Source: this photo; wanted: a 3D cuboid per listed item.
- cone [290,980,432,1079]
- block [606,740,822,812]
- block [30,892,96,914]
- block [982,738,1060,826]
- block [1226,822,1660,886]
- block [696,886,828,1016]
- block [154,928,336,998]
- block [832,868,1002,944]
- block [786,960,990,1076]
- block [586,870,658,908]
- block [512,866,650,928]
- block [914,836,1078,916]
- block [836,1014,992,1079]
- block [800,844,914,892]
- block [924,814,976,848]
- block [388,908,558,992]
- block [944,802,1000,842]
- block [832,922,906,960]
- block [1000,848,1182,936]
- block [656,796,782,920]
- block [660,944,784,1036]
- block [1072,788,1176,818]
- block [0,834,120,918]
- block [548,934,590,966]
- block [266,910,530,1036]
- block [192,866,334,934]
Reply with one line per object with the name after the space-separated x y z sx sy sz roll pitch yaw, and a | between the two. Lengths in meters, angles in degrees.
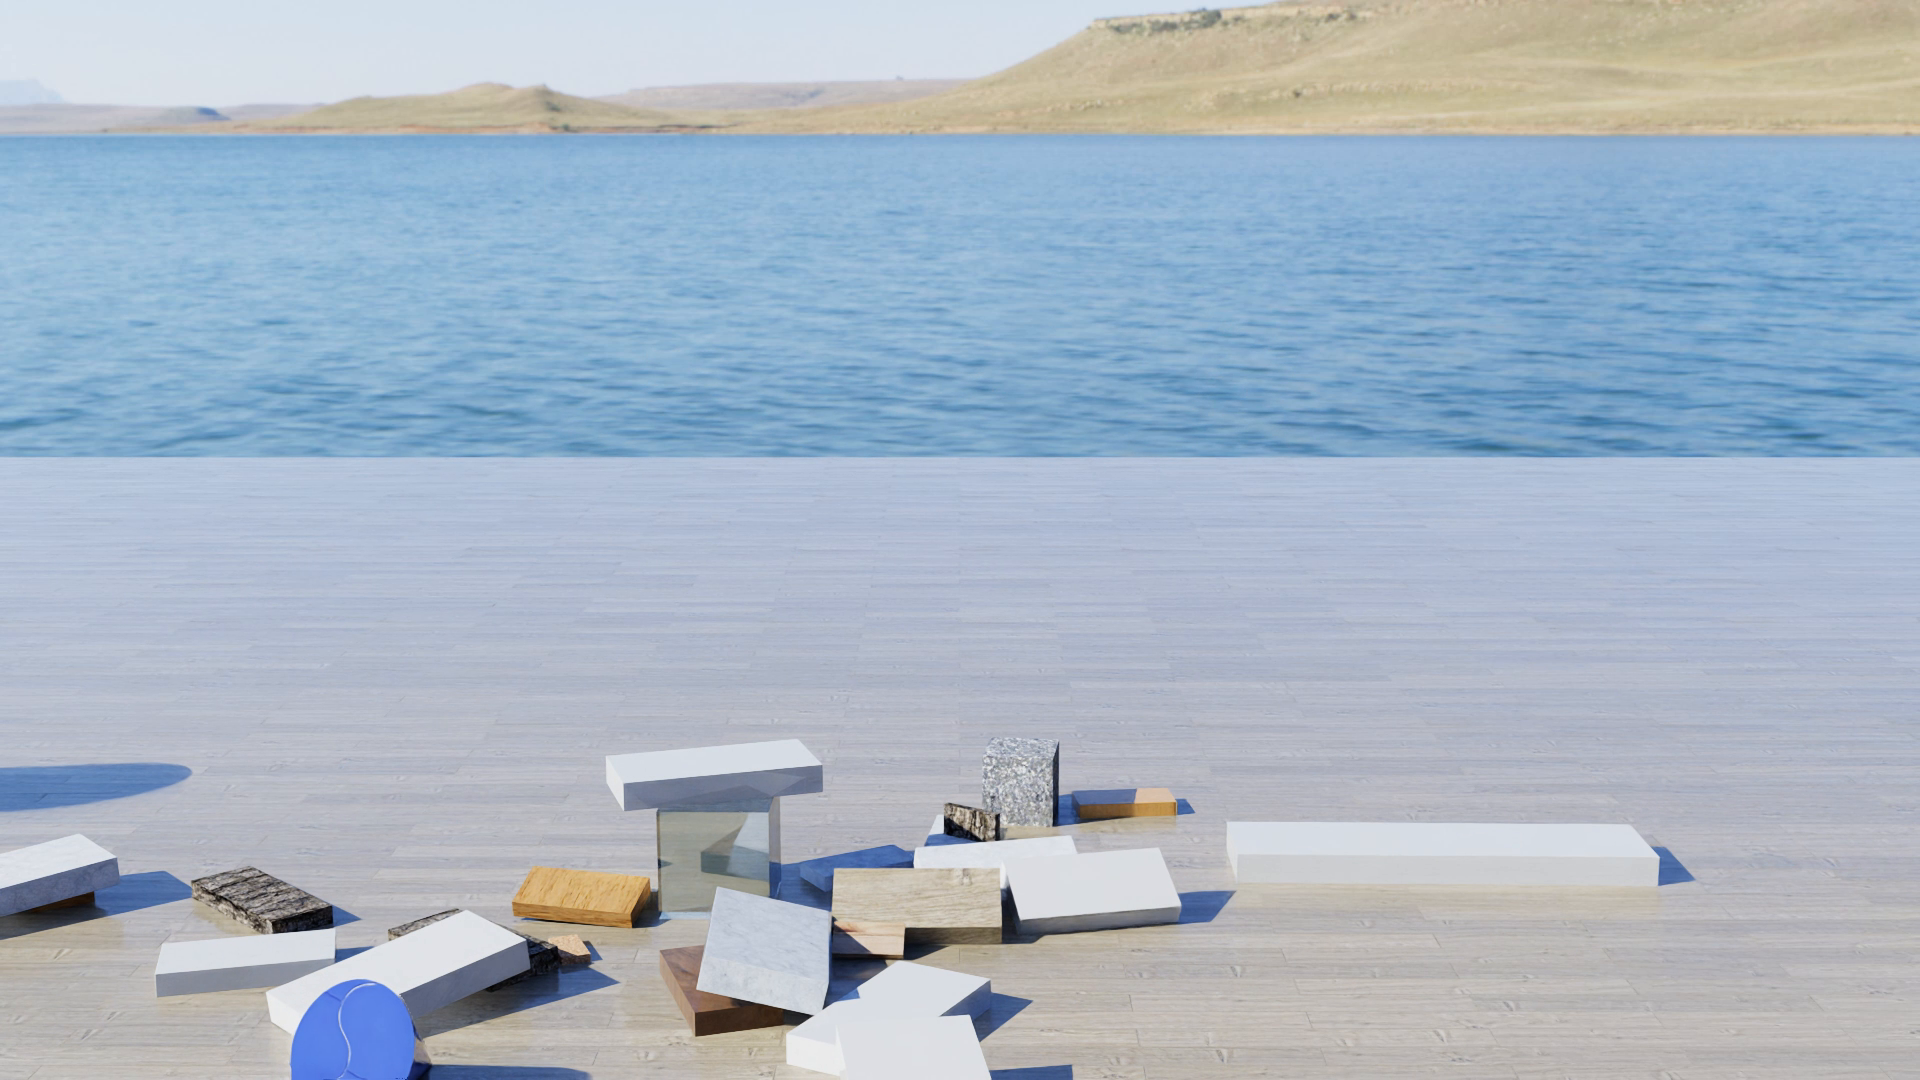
-0.752 0.687 2.916 0.187 0.187 0.187 4 -15 22 | cone
-0.408 0.388 3.645 0.329 0.047 0.165 -3 11 -18 | block
-1.526 0.574 3.680 0.099 0.028 0.199 -7 13 -34 | block
0.113 0.448 4.080 0.129 0.129 0.129 1 11 7 | block
0.824 0.541 3.797 0.708 0.051 0.179 0 11 1 | block
-0.287 0.606 3.263 0.179 0.051 0.357 13 6 -5 | block
-1.074 0.637 3.318 0.254 0.036 0.127 -3 11 -15 | block
-0.068 0.580 3.482 0.266 0.038 0.133 0 35 -1 | block
-0.096 0.675 3.092 0.153 0.043 0.307 6 12 28 | block
-0.592 0.579 3.651 0.199 0.028 0.099 1 11 3 | block
-0.612 0.578 3.563 0.199 0.028 0.099 4 28 10 | block
0.068 0.554 3.603 0.265 0.038 0.133 -3 37 -13 | block
-0.046 0.712 2.752 0.179 0.051 0.357 -2 18 -10 | block
-0.171 0.560 3.760 0.183 0.026 0.091 -6 12 -31 | block
-0.006 0.531 3.916 0.092 0.026 0.184 1 11 7 | block
-0.748 0.627 3.372 0.254 0.036 0.127 9 14 40 | block
0.021 0.499 3.867 0.110 0.055 0.016 7 13 34 | block
-0.141 0.617 3.391 0.110 0.016 0.055 1 51 3 | block
0.210 0.566 3.546 0.266 0.038 0.133 -2 37 -13 | block
-0.394 0.507 3.621 0.180 0.180 0.180 0 11 1 | block
-0.353 0.655 3.223 0.127 0.036 0.254 -4 11 -19 | block
0.307 0.493 4.121 0.183 0.026 0.091 -1 11 -6 | block
-1.670 0.586 3.464 0.633 0.047 0.165 -13 17 -40 | block
-0.604 0.633 3.400 0.045 0.013 0.090 -4 11 -23 | block
-0.809 0.636 3.178 0.329 0.047 0.165 -19 21 -40 | block
-1.141 0.590 3.589 0.105 0.030 0.273 -10 15 -44 | block
